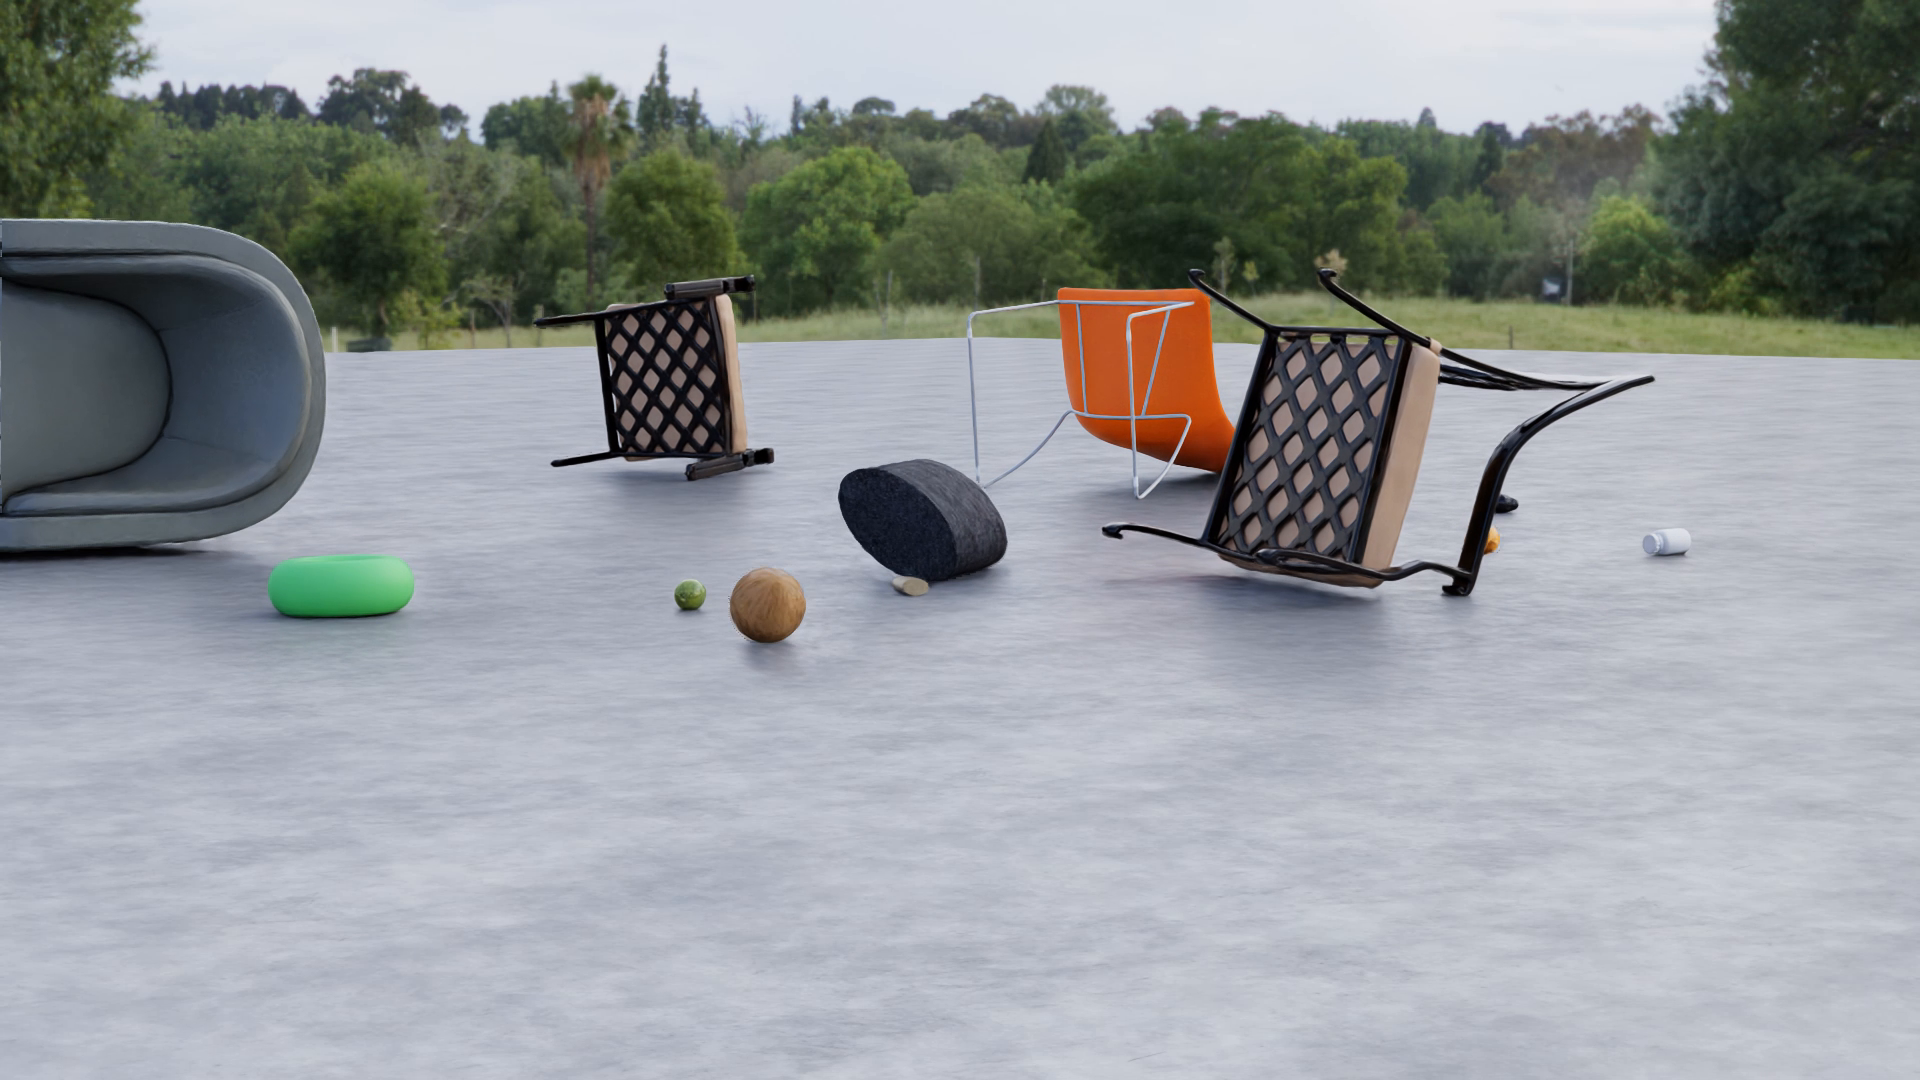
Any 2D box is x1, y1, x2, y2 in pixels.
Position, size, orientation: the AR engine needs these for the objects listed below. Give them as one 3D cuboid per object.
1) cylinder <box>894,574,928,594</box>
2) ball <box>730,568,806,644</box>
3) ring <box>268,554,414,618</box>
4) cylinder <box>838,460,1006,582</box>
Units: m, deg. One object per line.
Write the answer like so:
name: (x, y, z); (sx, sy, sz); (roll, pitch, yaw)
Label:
cylinder: (-0.102, 0.095, 5.314); (0.060, 0.036, 0.051); (11, -19, -15)
ball: (-0.346, 0.117, 4.611); (0.136, 0.136, 0.136); (0, 6, 0)
ring: (-1.211, 0.089, 5.026); (0.282, 0.109, 0.220); (-2, 5, -7)
cylinder: (-0.079, -0.047, 5.687); (0.320, 0.186, 0.304); (40, 18, 14)
